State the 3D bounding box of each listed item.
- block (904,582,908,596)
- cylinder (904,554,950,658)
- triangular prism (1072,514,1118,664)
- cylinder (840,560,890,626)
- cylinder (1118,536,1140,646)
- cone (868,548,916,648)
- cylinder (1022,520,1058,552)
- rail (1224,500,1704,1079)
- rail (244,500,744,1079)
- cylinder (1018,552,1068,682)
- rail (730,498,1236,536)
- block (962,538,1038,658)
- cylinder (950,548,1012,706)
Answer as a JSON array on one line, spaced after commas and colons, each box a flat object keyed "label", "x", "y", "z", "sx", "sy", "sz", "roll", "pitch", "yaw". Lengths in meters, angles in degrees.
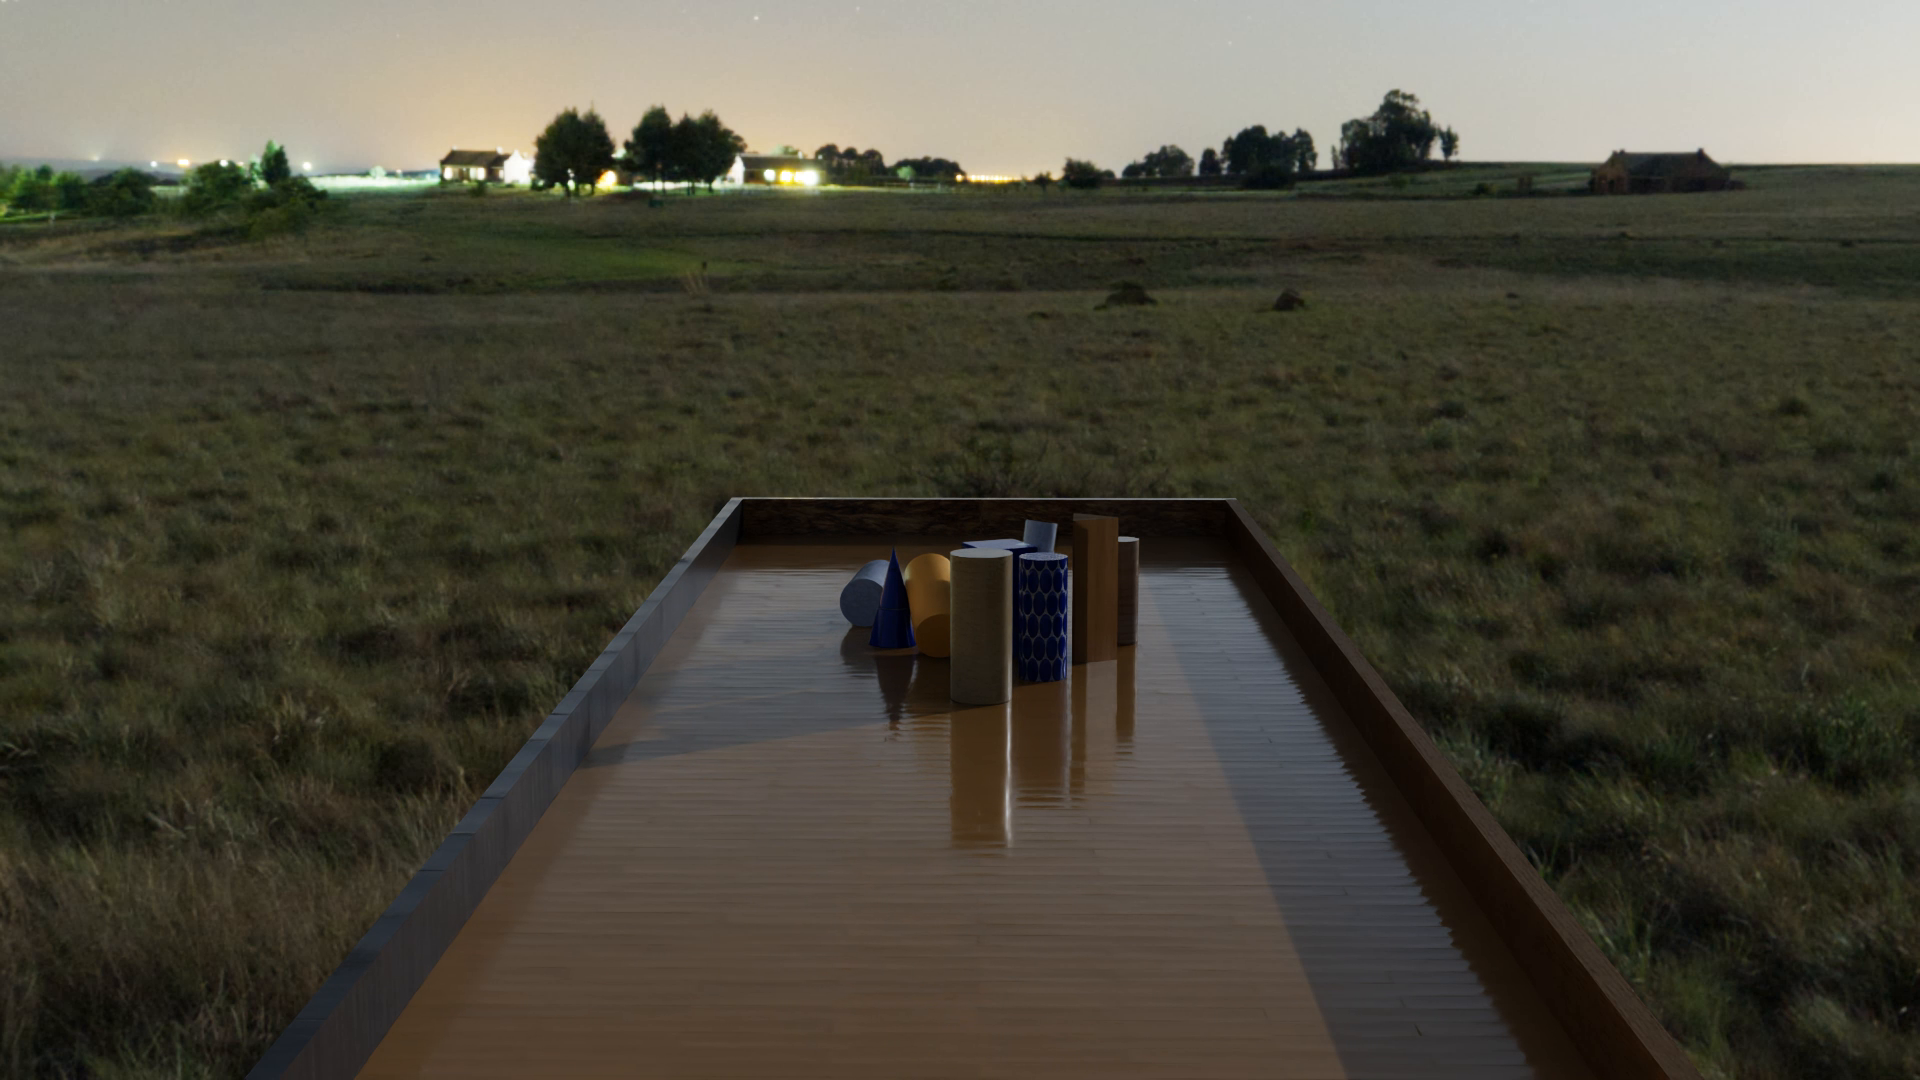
[{"label": "block", "x": -0.092, "y": 0.222, "z": 7.217, "sx": 0.123, "sy": 0.123, "sz": 0.400, "roll": -2, "pitch": 9, "yaw": -10}, {"label": "cylinder", "x": -0.078, "y": 0.201, "z": 6.841, "sx": 0.160, "sy": 0.160, "sz": 0.349, "roll": -1, "pitch": 32, "yaw": -7}, {"label": "triangular prism", "x": 0.381, "y": 0.144, "z": 6.704, "sx": 0.155, "sy": 0.438, "sz": 0.134, "roll": -4, "pitch": 10, "yaw": -26}, {"label": "cylinder", "x": -0.295, "y": 0.176, "z": 7.386, "sx": 0.161, "sy": 0.161, "sz": 0.383, "roll": 1, "pitch": 9, "yaw": 6}, {"label": "cylinder", "x": 0.511, "y": 0.161, "z": 6.936, "sx": 0.104, "sy": 0.331, "sz": 0.104, "roll": 0, "pitch": 9, "yaw": 0}, {"label": "cone", "x": -0.208, "y": 0.173, "z": 6.922, "sx": 0.164, "sy": 0.312, "sz": 0.164, "roll": 0, "pitch": 9, "yaw": 0}, {"label": "cylinder", "x": 0.231, "y": 0.129, "z": 6.946, "sx": 0.101, "sy": 0.378, "sz": 0.101, "roll": 8, "pitch": 1, "yaw": 0}, {"label": "rail", "x": 1.046, "y": 0.843, "z": 3.208, "sx": 0.050, "sy": 0.150, "sz": 12.000, "roll": 0, "pitch": 9, "yaw": 1}, {"label": "rail", "x": -1.004, "y": 0.839, "z": 3.234, "sx": 0.050, "sy": 0.150, "sz": 12.000, "roll": 0, "pitch": 9, "yaw": 1}, {"label": "cylinder", "x": 0.243, "y": 0.225, "z": 6.443, "sx": 0.143, "sy": 0.359, "sz": 0.143, "roll": 0, "pitch": 9, "yaw": 0}, {"label": "rail", "x": 0.099, "y": -0.098, "z": 9.147, "sx": 2.100, "sy": 0.150, "sz": 0.050, "roll": 0, "pitch": 9, "yaw": 1}, {"label": "block", "x": 0.122, "y": 0.182, "z": 6.774, "sx": 0.174, "sy": 0.341, "sz": 0.174, "roll": -4, "pitch": 10, "yaw": -25}, {"label": "cylinder", "x": 0.060, "y": 0.241, "z": 6.156, "sx": 0.175, "sy": 0.416, "sz": 0.175, "roll": 0, "pitch": 9, "yaw": 0}]
